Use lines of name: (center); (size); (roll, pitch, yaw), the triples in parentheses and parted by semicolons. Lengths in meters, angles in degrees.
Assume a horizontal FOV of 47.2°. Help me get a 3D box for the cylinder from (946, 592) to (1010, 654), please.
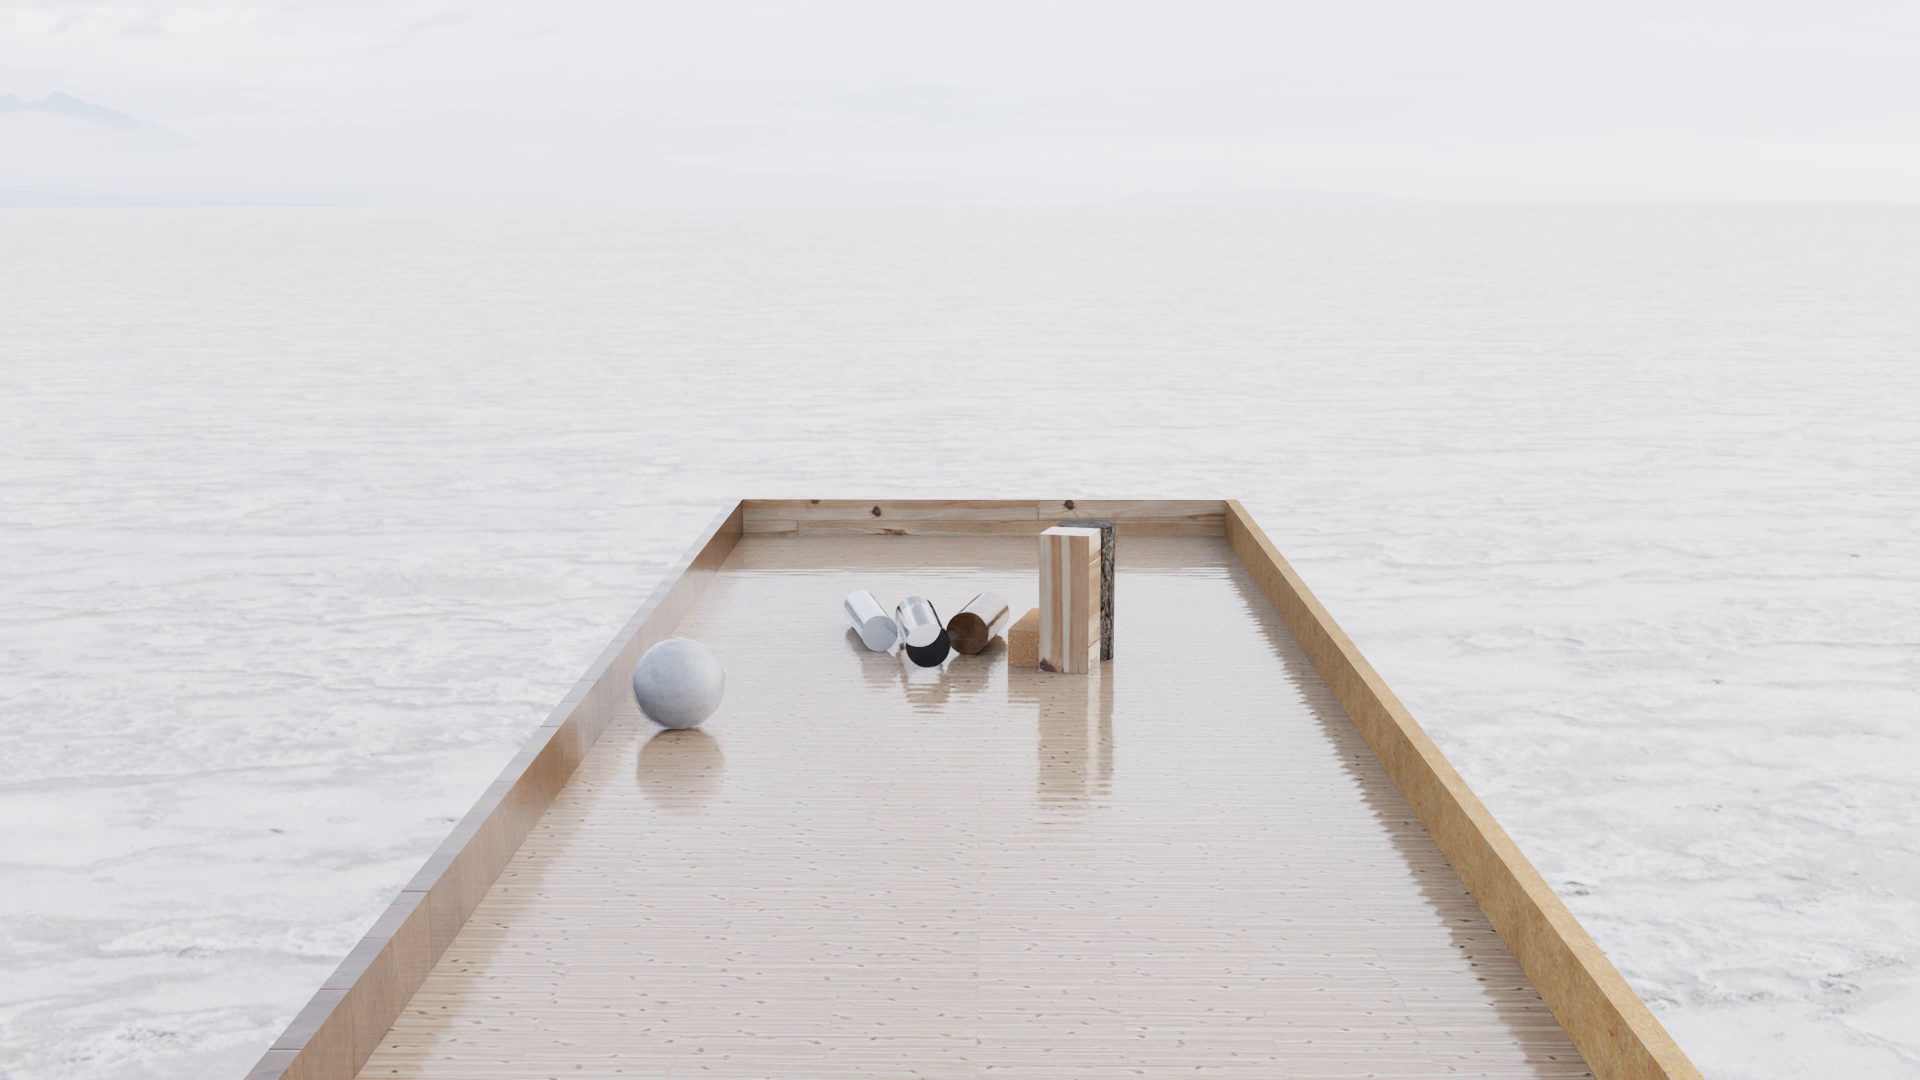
cylinder: (0.058, 0.261, 6.939); (0.133, 0.133, 0.353); (2, 9, 12)

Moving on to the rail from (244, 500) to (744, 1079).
rail: (-1.004, 0.839, 3.234); (0.050, 0.150, 12.000); (0, 9, 1)

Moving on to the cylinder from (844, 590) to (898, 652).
cylinder: (-0.288, 0.256, 7.032); (0.114, 0.114, 0.442); (-2, 9, -10)

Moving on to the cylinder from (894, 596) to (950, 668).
cylinder: (-0.119, 0.281, 6.809); (0.135, 0.135, 0.456); (-1, 9, -6)

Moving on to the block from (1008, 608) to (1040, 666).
block: (0.240, 0.298, 6.780); (0.109, 0.109, 0.365); (2, 9, 13)

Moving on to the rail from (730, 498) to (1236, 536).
rail: (0.099, -0.098, 9.147); (2.100, 0.150, 0.050); (0, 9, 1)

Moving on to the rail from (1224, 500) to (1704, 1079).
rail: (1.046, 0.843, 3.208); (0.050, 0.150, 12.000); (0, 9, 1)

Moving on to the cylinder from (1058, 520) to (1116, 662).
cylinder: (0.385, 0.154, 6.720); (0.175, 0.412, 0.175); (0, 9, 0)

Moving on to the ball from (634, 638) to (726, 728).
ball: (-0.745, 0.380, 5.838); (0.242, 0.242, 0.242); (0, 9, 0)

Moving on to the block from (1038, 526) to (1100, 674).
block: (0.328, 0.178, 6.565); (0.151, 0.413, 0.151); (2, 9, 17)
